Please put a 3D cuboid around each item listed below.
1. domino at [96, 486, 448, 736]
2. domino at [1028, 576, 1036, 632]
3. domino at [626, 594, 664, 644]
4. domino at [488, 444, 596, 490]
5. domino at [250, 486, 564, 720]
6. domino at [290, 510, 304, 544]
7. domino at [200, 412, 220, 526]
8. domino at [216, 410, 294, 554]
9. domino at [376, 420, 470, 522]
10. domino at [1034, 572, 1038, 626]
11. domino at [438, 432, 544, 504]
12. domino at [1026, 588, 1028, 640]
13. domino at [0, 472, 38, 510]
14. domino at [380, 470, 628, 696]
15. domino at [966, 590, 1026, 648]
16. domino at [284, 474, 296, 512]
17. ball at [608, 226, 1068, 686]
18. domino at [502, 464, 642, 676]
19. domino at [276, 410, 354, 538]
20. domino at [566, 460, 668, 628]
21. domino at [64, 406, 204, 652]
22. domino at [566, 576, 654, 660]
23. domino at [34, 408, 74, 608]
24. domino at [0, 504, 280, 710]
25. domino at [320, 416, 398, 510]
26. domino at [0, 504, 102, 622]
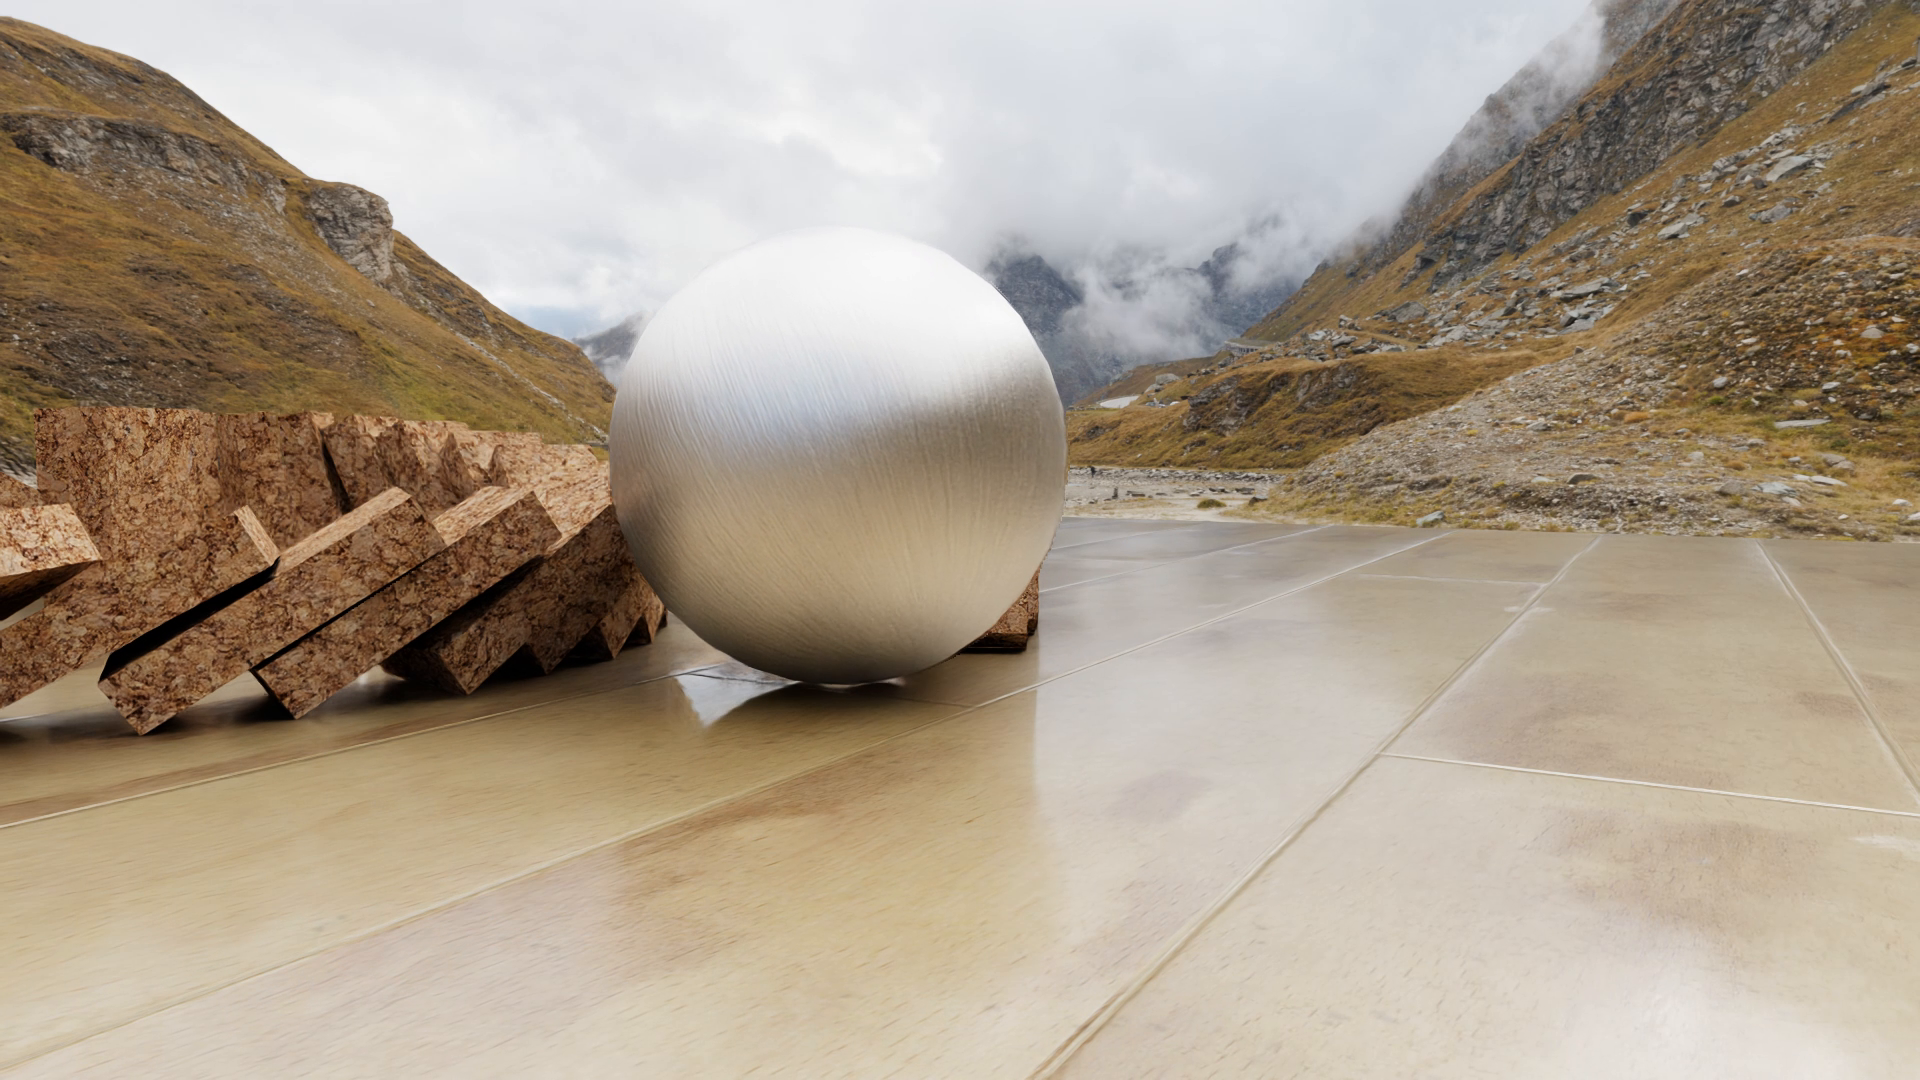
[{"bbox_3d":[-0.109,0.010,0.205,0.050,0.010,0.025,-36,22,-21],"label":"domino"},{"bbox_3d":[0.005,-0.004,0.295,0.025,0.050,0.010,0,-23,3],"label":"domino"},{"bbox_3d":[-0.077,0.002,0.291,0.025,0.009,0.050,0,39,4],"label":"domino"},{"bbox_3d":[-0.101,-0.003,0.327,0.025,0.050,0.010,-3,-39,-37],"label":"domino"},{"bbox_3d":[-0.095,0.009,0.218,0.050,0.010,0.025,-40,26,-28],"label":"domino"},{"bbox_3d":[-0.218,-0.005,0.418,0.050,0.009,0.025,30,-6,-18],"label":"domino"},{"bbox_3d":[-0.192,-0.006,0.309,0.025,0.050,0.009,1,5,19],"label":"domino"},{"bbox_3d":[-0.181,-0.007,0.328,0.025,0.050,0.010,4,12,44],"label":"domino"},{"bbox_3d":[-0.134,-0.008,0.344,0.010,0.050,0.025,-28,-5,18],"label":"domino"},{"bbox_3d":[0.006,-0.005,0.306,0.025,0.050,0.009,0,-23,3],"label":"domino"},{"bbox_3d":[-0.116,-0.006,0.339,0.025,0.050,0.010,-5,-30,-49],"label":"domino"},{"bbox_3d":[0.003,-0.003,0.284,0.025,0.050,0.010,0,-23,3],"label":"domino"},{"bbox_3d":[-0.262,-0.003,0.374,0.025,0.010,0.050,2,-28,39],"label":"domino"},{"bbox_3d":[-0.082,0.006,0.237,0.025,0.009,0.050,7,41,35],"label":"domino"},{"bbox_3d":[0.002,-0.002,0.274,0.025,0.050,0.010,0,-23,3],"label":"domino"},{"bbox_3d":[-0.200,-0.006,0.426,0.050,0.010,0.025,30,-3,-12],"label":"domino"},{"bbox_3d":[-0.021,-0.015,0.227,0.080,0.080,0.080,0,4,0],"label":"ball"},{"bbox_3d":[-0.077,0.004,0.255,0.025,0.010,0.050,8,42,28],"label":"domino"},{"bbox_3d":[-0.167,-0.008,0.339,0.009,0.050,0.025,-14,7,-13],"label":"domino"},{"bbox_3d":[-0.084,0.000,0.311,0.025,0.010,0.050,-1,42,-11],"label":"domino"},{"bbox_3d":[-0.175,-0.003,0.273,0.009,0.050,0.025,1,4,10],"label":"domino"},{"bbox_3d":[-0.075,0.003,0.273,0.025,0.010,0.050,2,40,16],"label":"domino"},{"bbox_3d":[-0.189,-0.004,0.285,0.025,0.050,0.010,-2,5,-30],"label":"domino"},{"bbox_3d":[-0.131,0.012,0.194,0.050,0.010,0.025,-33,16,-19],"label":"domino"},{"bbox_3d":[-0.150,-0.008,0.343,0.009,0.050,0.025,-22,4,2],"label":"domino"},{"bbox_3d":[-0.152,0.012,0.181,0.050,0.009,0.025,-29,3,9],"label":"domino"}]
